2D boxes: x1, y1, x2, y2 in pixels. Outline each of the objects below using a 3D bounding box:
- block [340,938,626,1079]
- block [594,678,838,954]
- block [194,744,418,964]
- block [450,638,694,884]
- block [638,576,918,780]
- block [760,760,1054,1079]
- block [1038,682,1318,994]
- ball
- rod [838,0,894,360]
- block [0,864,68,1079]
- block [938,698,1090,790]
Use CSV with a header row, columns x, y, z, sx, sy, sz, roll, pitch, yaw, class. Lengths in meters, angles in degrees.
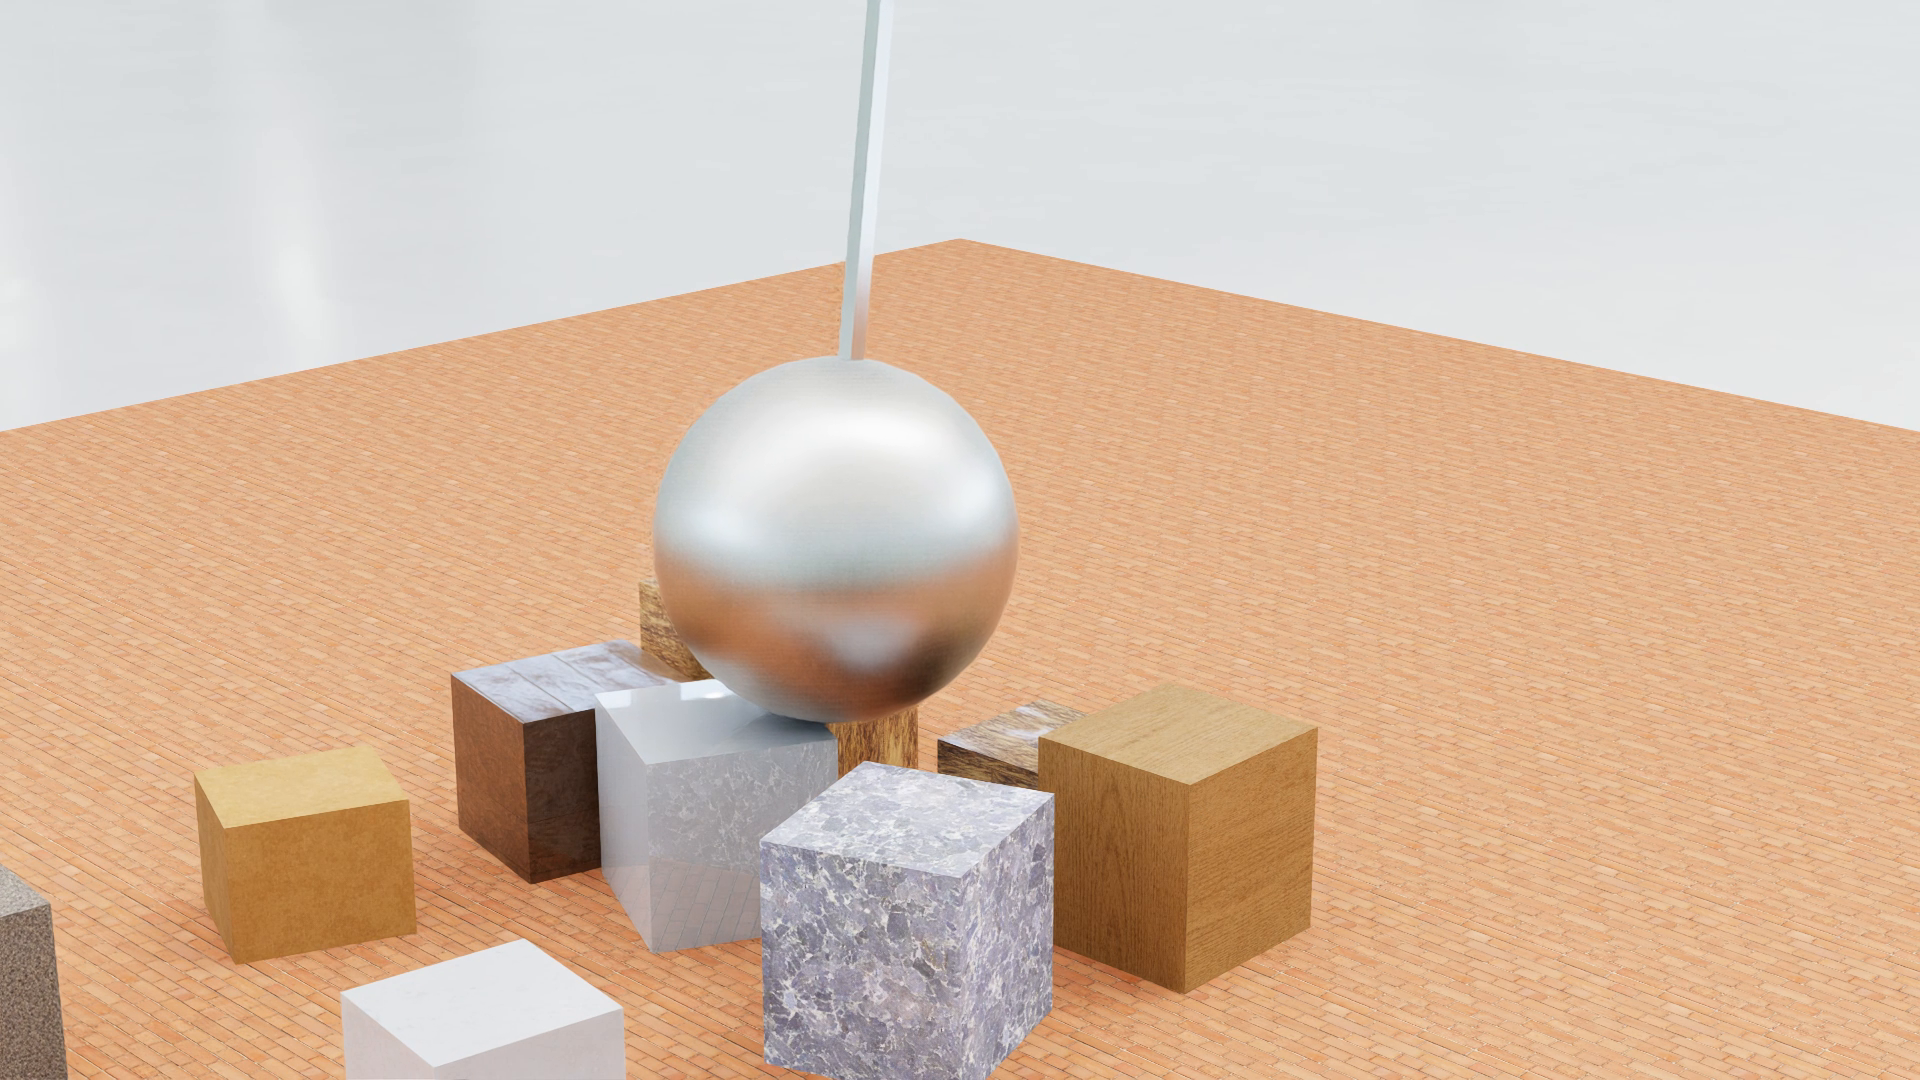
x,y,z,sx,sy,sz,roll,pitch,yaw,class
-1.753,2.006,10.833,0.767,0.677,0.736,-13,22,-35,block
-1.087,1.196,13.072,0.854,0.879,0.911,-6,19,-19,block
-2.887,1.373,12.919,0.792,0.633,0.704,-8,19,-23,block
-1.794,1.023,13.781,0.906,0.785,0.783,-11,21,-32,block
-0.890,0.693,14.462,0.930,1.007,1.003,-16,24,-41,block
-0.199,1.557,11.782,0.859,0.964,0.916,8,19,24,block
0.939,1.272,12.722,0.819,0.945,0.896,15,23,40,block
-0.540,-0.002,12.775,1.600,1.600,1.600,0,17,0,ball
-0.234,-3.311,12.056,0.080,5.200,0.080,17,17,42,rod
-4.064,1.761,11.384,0.841,0.814,0.827,-14,22,-37,block
0.393,1.224,13.271,0.700,0.707,0.701,16,23,41,block
